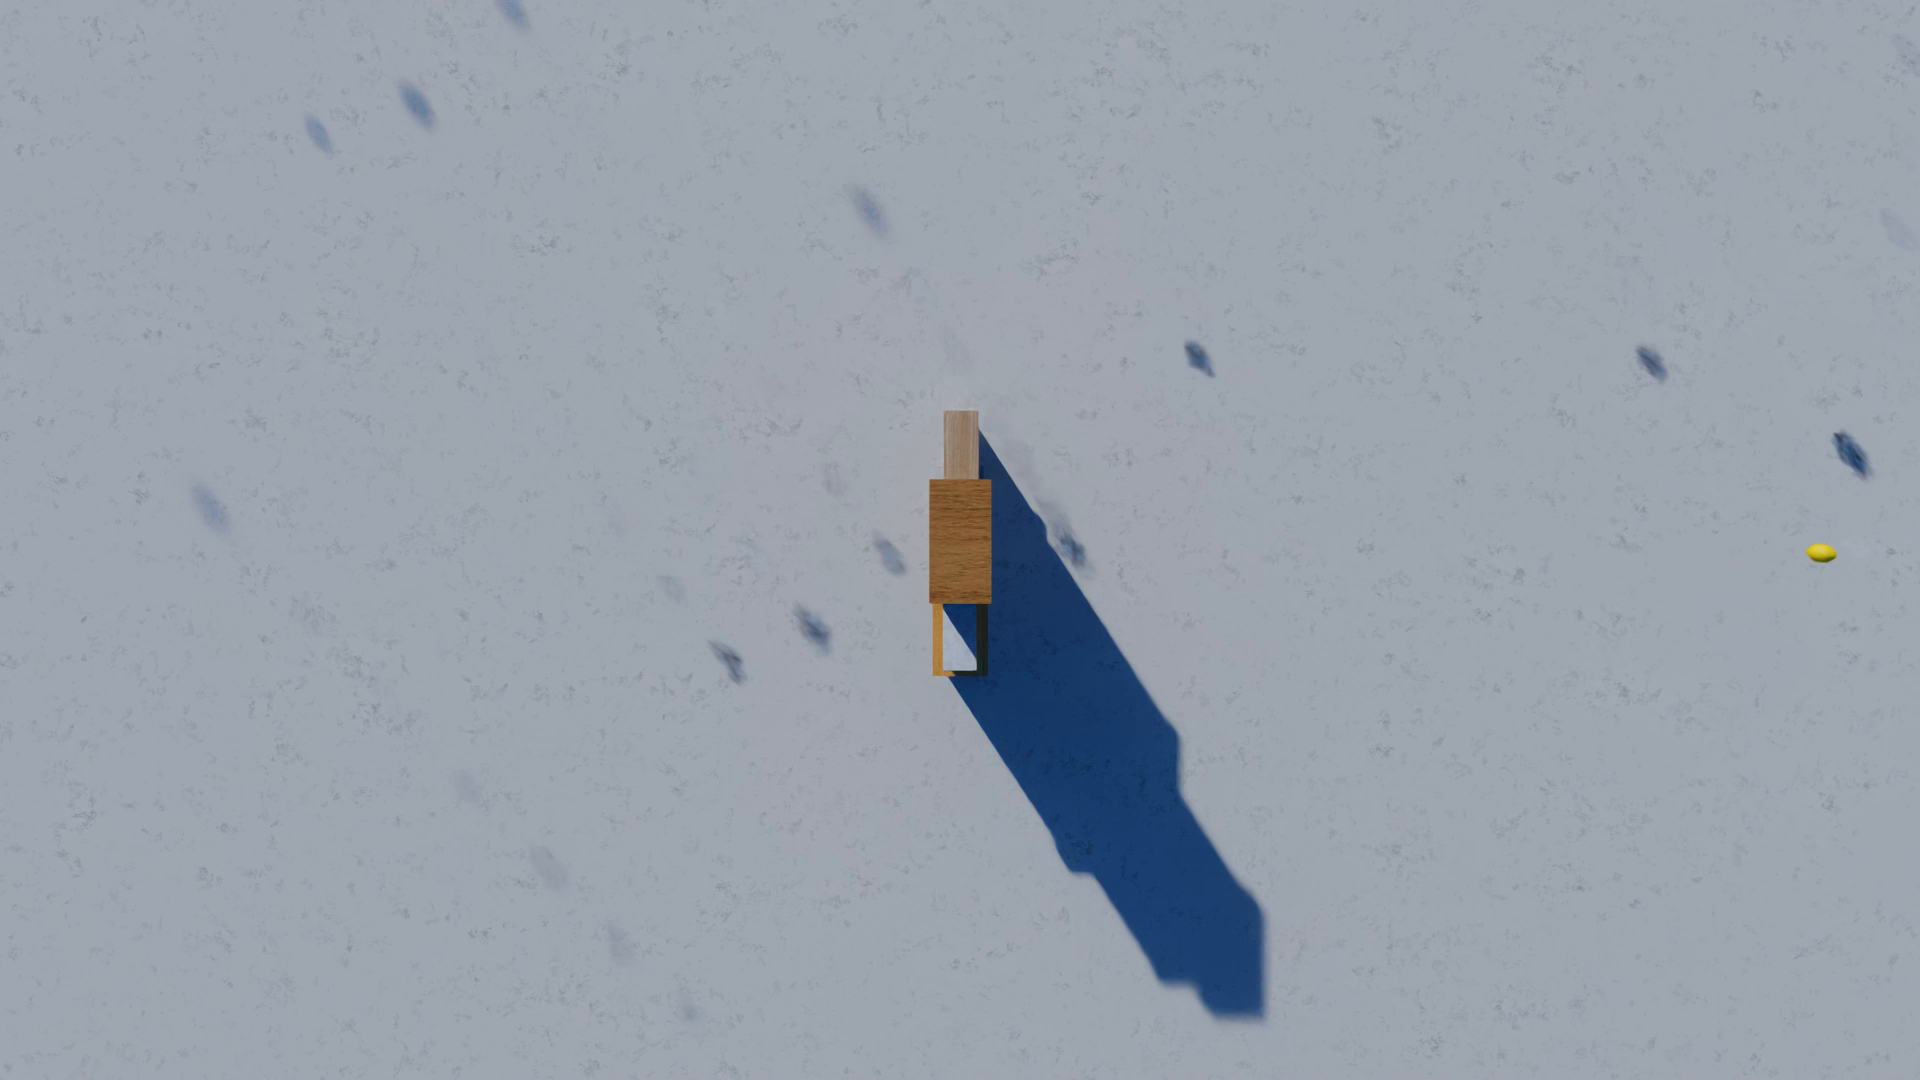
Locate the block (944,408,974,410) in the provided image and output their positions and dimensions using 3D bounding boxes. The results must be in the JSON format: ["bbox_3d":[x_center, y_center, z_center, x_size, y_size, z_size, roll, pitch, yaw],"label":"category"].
[{"bbox_3d":[-0.004,-0.329,5.301,0.093,0.026,0.186,0,90,0],"label":"block"}]

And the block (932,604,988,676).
[{"bbox_3d":[0.001,0.250,5.133,0.171,0.049,0.343,0,90,0],"label":"block"}]

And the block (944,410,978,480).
[{"bbox_3d":[0.004,-0.282,4.930,0.104,0.029,0.208,0,90,0],"label":"block"}]

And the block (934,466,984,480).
[{"bbox_3d":[-0.003,-0.078,5.174,0.152,0.043,0.304,0,90,0],"label":"block"}]

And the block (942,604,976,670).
[{"bbox_3d":[-0.001,0.286,4.895,0.100,0.028,0.200,0,90,0],"label":"block"}]

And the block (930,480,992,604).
[{"bbox_3d":[0.001,0.004,4.729,0.177,0.050,0.355,0,90,0],"label":"block"}]
